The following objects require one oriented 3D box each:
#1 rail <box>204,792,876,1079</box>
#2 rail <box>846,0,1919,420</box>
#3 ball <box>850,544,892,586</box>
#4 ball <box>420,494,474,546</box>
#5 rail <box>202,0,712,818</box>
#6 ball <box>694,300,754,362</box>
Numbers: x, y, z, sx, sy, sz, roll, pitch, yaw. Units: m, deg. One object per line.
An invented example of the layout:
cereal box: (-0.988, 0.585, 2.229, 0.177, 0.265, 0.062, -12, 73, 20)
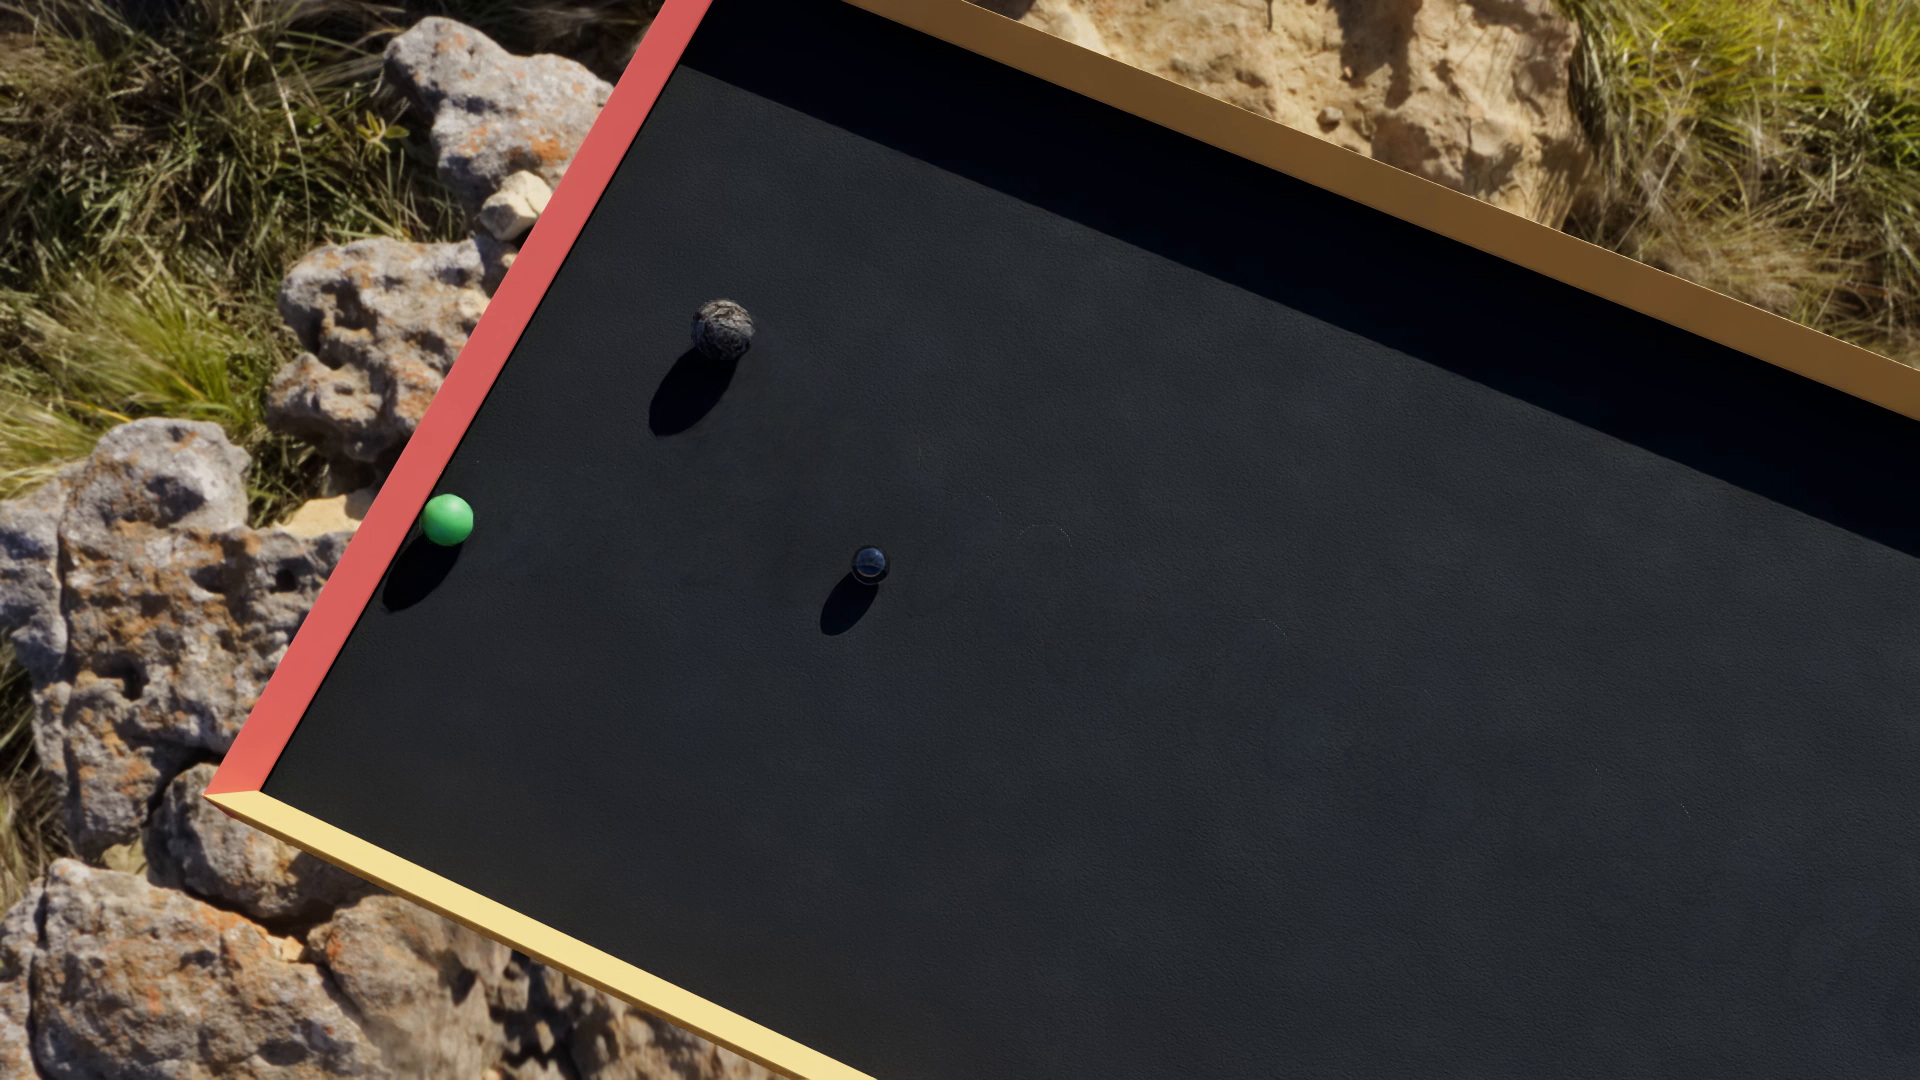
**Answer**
rail: (0.417, 1.019, 3.039, 3.322, 0.127, 0.045, 23, 72, 8)
rail: (1.097, -0.392, 3.553, 3.322, 0.127, 0.045, 23, 72, 8)
ball: (-0.139, 0.038, 3.431, 0.064, 0.064, 0.064, 0, 70, 0)
ball: (-0.803, -0.031, 3.447, 0.082, 0.082, 0.082, 0, 70, 0)
rail: (-0.735, -0.321, 3.527, 0.045, 0.127, 1.696, 23, 72, 8)
ball: (-0.382, -0.337, 3.550, 0.098, 0.098, 0.098, 0, 70, 0)
